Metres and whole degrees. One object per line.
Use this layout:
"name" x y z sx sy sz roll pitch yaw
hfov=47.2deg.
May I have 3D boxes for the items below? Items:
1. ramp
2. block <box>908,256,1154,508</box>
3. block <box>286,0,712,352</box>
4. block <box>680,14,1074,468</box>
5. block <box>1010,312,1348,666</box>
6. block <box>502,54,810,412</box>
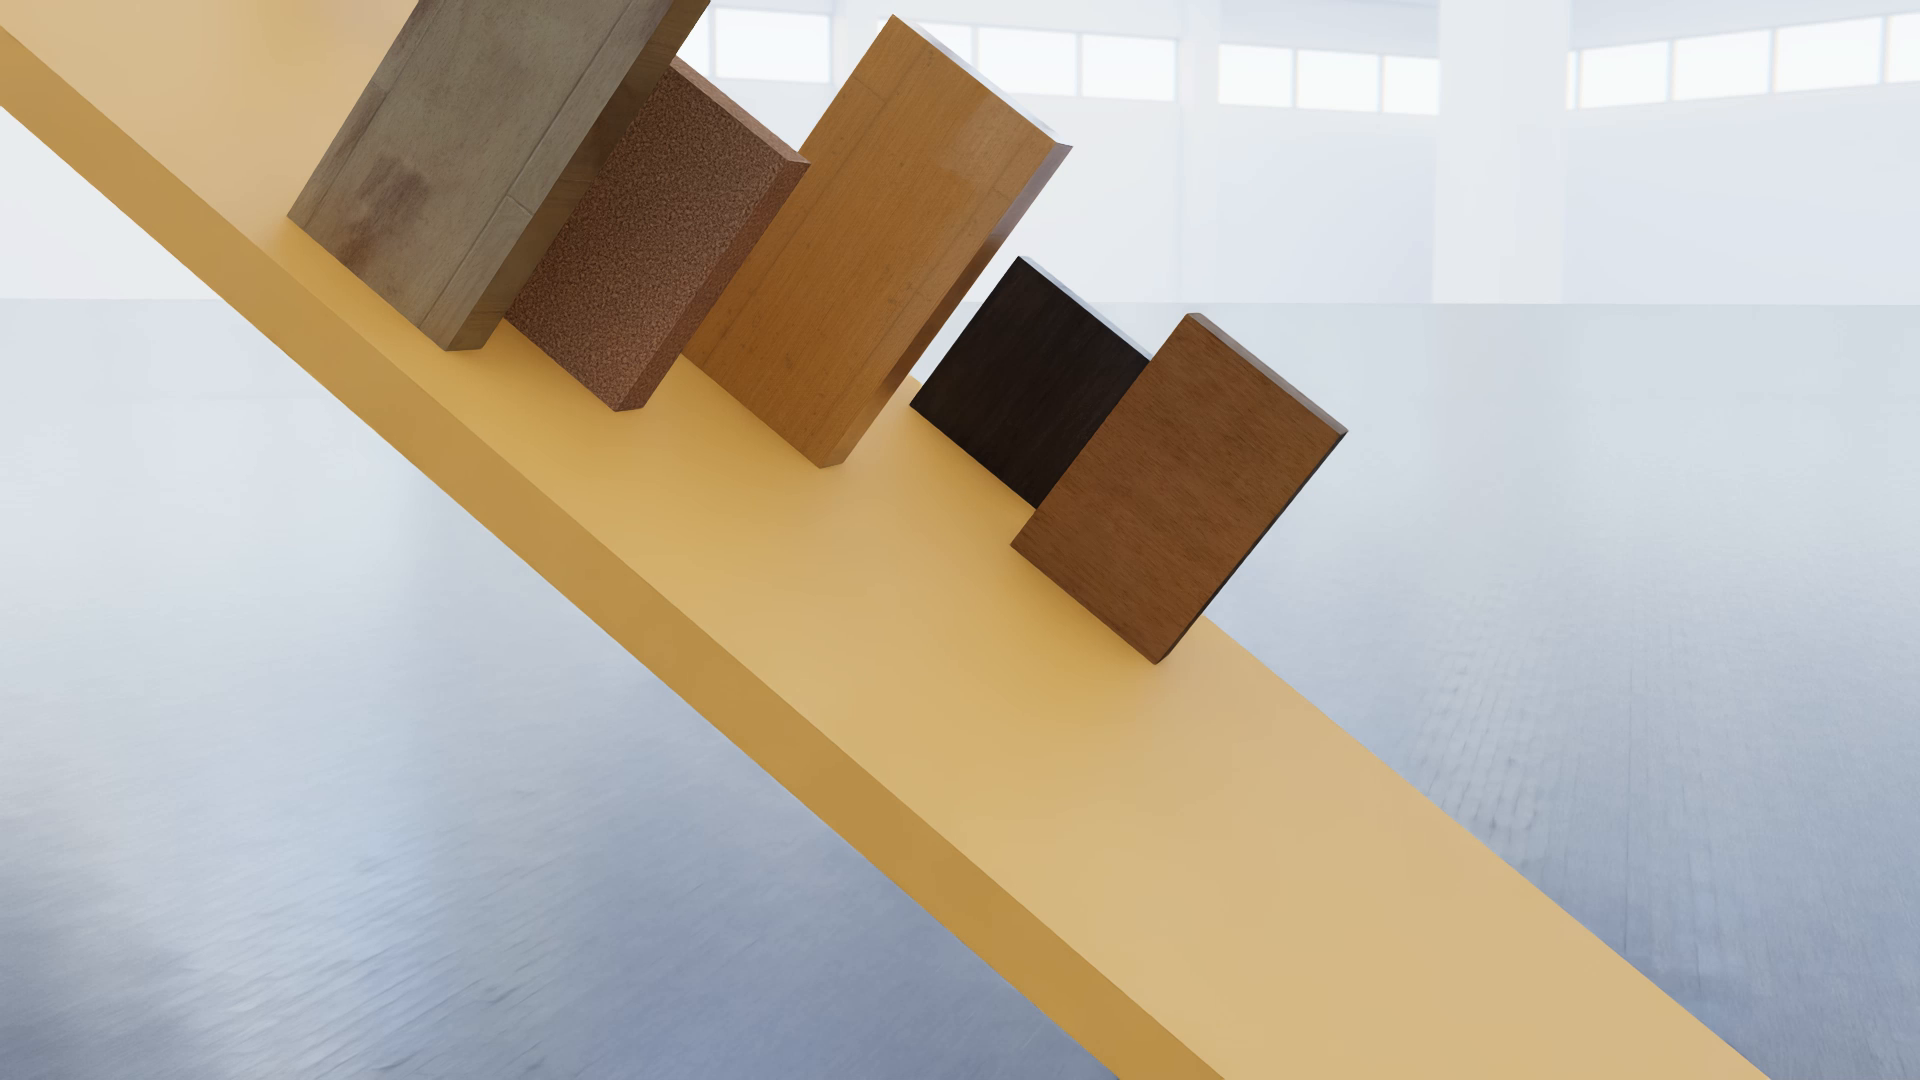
"ramp" -0.042 0.099 4.059 4.000 0.100 2.000 40 16 9
"block" 0.168 -0.336 4.795 0.393 0.410 0.082 40 16 9
"block" -0.680 -0.699 3.349 0.342 0.769 0.114 40 16 9
"block" -0.171 -0.542 4.050 0.381 0.739 0.126 40 16 9
"block" 0.433 -0.103 4.381 0.379 0.587 0.134 40 16 9
"block" -0.535 -0.520 3.633 0.342 0.509 0.106 40 16 9
